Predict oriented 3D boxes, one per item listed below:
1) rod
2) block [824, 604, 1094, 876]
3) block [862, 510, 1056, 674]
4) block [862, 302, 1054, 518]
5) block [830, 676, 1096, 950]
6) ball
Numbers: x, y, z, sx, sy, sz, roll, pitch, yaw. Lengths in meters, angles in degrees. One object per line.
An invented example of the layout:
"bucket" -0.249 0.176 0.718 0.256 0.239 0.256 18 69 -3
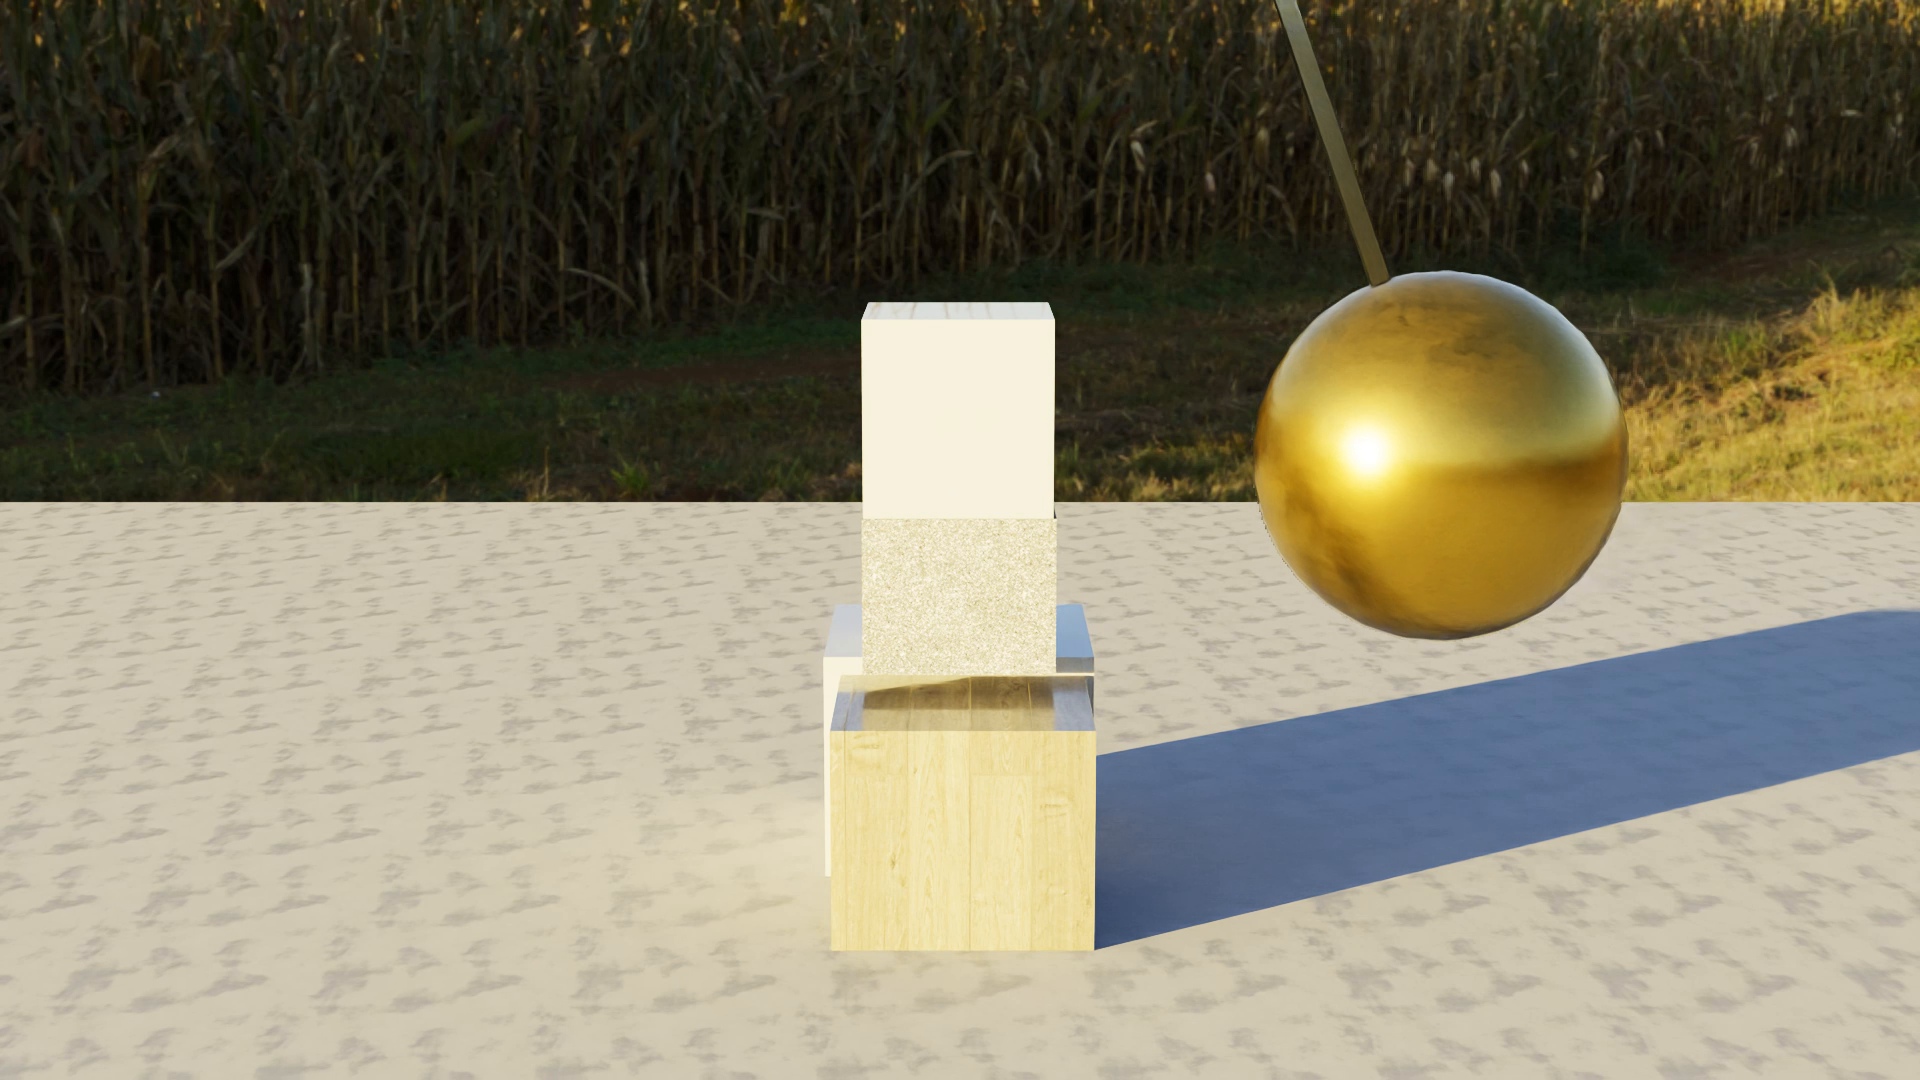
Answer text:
"rod" 0.899 -3.502 10.544 0.080 5.200 0.080 -20 10 4
"block" -0.005 0.899 11.841 1.181 0.994 1.136 0 10 0
"block" -0.004 0.168 11.211 0.818 0.670 0.826 0 10 0
"block" -0.008 -0.572 11.076 0.799 0.835 0.801 0 10 0
"block" 0.011 1.128 10.803 1.064 0.916 0.969 0 10 0
"ball" 2.074 -0.364 11.114 1.600 1.600 1.600 0 10 0
